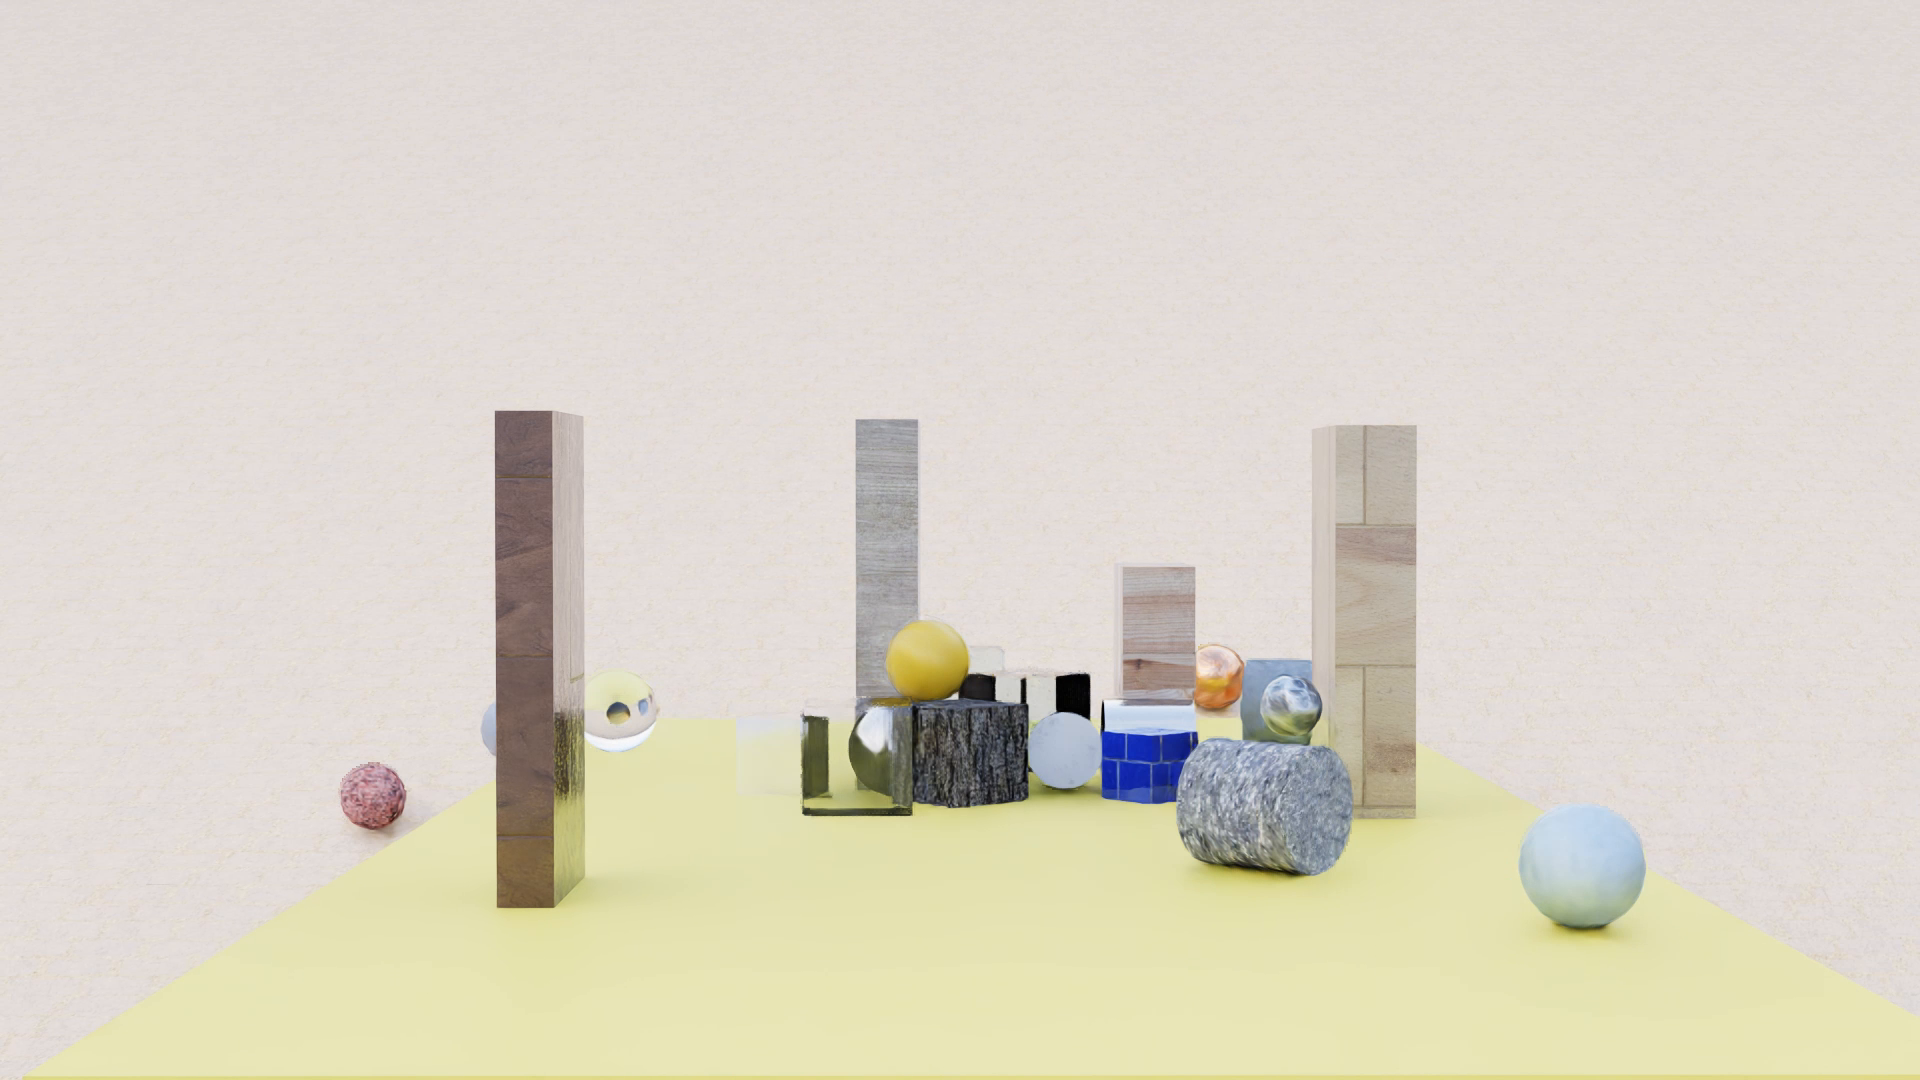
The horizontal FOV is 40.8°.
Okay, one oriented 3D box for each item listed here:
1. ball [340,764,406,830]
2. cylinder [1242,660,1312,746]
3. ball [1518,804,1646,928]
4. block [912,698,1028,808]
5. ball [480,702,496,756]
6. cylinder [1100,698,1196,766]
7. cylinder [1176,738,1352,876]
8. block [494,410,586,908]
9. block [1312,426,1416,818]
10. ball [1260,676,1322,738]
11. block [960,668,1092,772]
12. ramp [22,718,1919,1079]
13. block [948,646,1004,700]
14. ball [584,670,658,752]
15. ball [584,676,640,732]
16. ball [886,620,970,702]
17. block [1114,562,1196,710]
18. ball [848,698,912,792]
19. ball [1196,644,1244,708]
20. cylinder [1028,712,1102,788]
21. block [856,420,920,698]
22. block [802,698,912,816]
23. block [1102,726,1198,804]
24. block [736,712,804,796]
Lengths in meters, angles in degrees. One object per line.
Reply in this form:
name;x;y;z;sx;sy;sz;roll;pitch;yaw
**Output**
ball;-1.425;0.624;6.270;0.157;0.157;0.157;0;27;0
cylinder;0.740;0.369;5.728;0.203;0.203;0.203;0;26;15
ball;0.829;0.435;3.441;0.165;0.165;0.165;0;27;0
block;0.002;0.399;4.859;0.181;0.181;0.181;-1;2;-42
ball;-1.074;0.456;6.244;0.168;0.168;0.168;0;27;0
cylinder;0.368;0.398;5.056;0.175;0.175;0.175;0;27;0
cylinder;0.469;0.409;3.977;0.195;0.195;0.195;1;22;41
block;-0.608;0.164;3.754;0.081;0.696;0.301;0;1;0
block;0.737;0.143;4.725;0.144;0.698;0.304;0;1;0
ball;0.588;0.295;4.581;0.110;0.110;0.110;0;27;0
block;0.137;0.379;5.445;0.197;0.197;0.197;-1;1;-39
ramp;0.060;0.545;4.581;2.000;0.100;4.000;0;1;0
block;0.015;0.364;6.459;0.187;0.187;0.187;0;1;2
ball;-0.765;0.381;5.743;0.183;0.183;0.183;0;27;0
ball;-0.842;0.395;6.243;0.134;0.134;0.134;0;27;0
ball;-0.063;0.235;4.997;0.164;0.164;0.164;0;27;0
block;0.396;0.266;5.292;0.145;0.430;0.303;0;1;0
ball;-0.125;0.396;4.989;0.182;0.182;0.182;0;27;0
ball;0.669;0.359;6.784;0.169;0.169;0.169;0;27;0
cylinder;0.204;0.408;5.023;0.146;0.146;0.146;1;-3;2
block;-0.144;0.121;5.239;0.123;0.723;0.329;0;1;0
block;-0.186;0.395;4.727;0.195;0.195;0.195;0;1;-2
block;0.359;0.425;4.879;0.128;0.128;0.128;-1;2;-44
block;-0.344;0.414;5.017;0.146;0.146;0.146;0;1;12
